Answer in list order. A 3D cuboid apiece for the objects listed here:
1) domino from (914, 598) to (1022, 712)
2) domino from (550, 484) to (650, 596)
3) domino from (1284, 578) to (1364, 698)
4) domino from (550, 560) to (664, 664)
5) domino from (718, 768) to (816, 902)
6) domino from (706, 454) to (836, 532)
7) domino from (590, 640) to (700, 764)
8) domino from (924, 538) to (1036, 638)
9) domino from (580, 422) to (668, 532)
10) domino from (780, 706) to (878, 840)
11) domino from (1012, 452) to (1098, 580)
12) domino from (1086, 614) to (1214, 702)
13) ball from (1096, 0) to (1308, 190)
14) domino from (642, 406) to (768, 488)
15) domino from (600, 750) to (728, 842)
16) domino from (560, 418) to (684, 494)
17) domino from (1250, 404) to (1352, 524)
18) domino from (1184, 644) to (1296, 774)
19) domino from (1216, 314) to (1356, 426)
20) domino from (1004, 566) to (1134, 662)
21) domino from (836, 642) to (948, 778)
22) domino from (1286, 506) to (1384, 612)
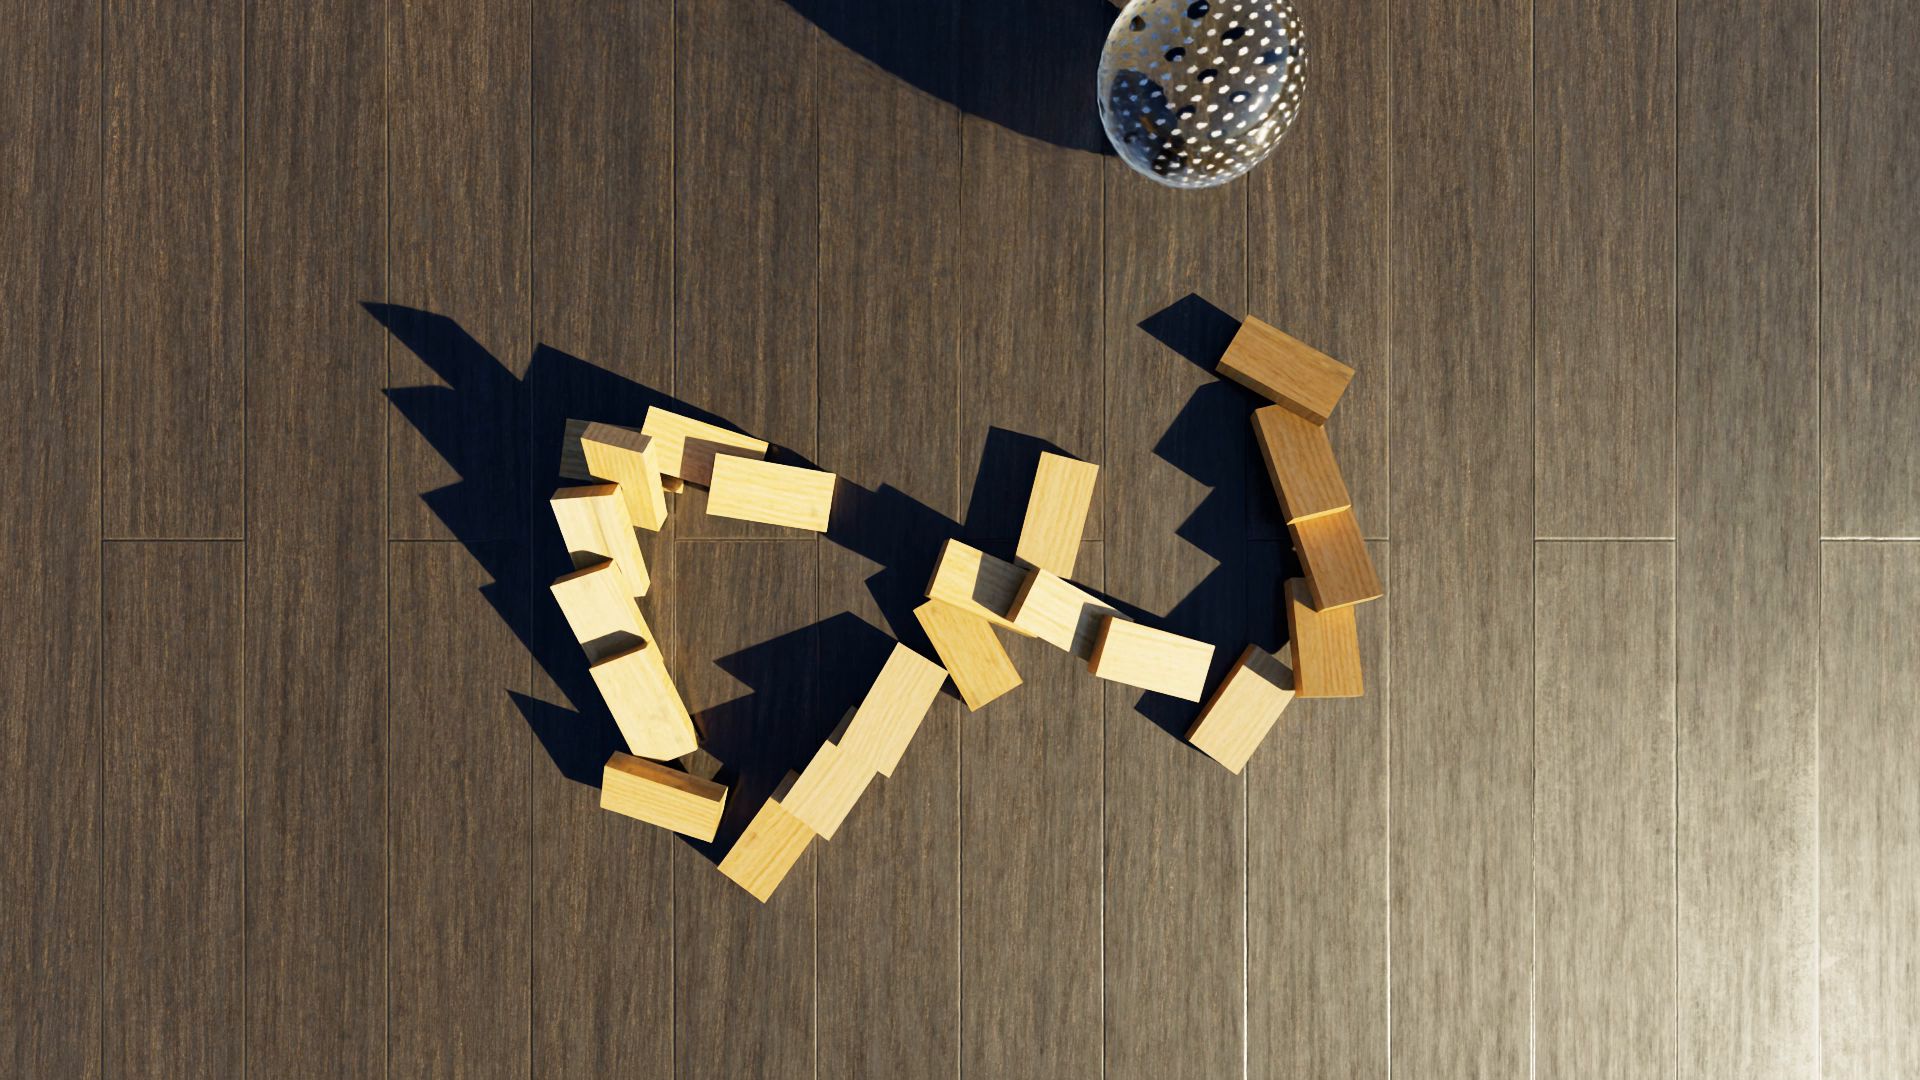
[{"bbox_3d":[0.003,0.045,0.395,0.025,0.010,0.050,-30,90,0],"label":"domino"},{"bbox_3d":[-0.149,0.001,0.382,0.025,0.009,0.050,-5,123,0],"label":"domino"},{"bbox_3d":[0.154,0.041,0.389,0.025,0.010,0.050,-1,76,0],"label":"domino"},{"bbox_3d":[-0.148,0.035,0.386,0.025,0.010,0.050,-18,112,0],"label":"domino"},{"bbox_3d":[-0.079,0.127,0.395,0.025,0.010,0.050,36,90,0],"label":"domino"},{"bbox_3d":[-0.080,-0.020,0.388,0.050,0.009,0.025,9,90,-18],"label":"domino"},{"bbox_3d":[-0.133,0.070,0.388,0.025,0.009,0.050,-20,106,0],"label":"domino"},{"bbox_3d":[0.013,0.021,0.387,0.050,0.010,0.025,23,79,-14],"label":"domino"},{"bbox_3d":[-0.137,-0.025,0.377,0.025,0.050,0.010,14,52,1],"label":"domino"},{"bbox_3d":[-0.051,0.098,0.389,0.025,0.010,0.050,36,76,0],"label":"domino"},{"bbox_3d":[0.041,-0.010,0.395,0.025,0.010,0.050,14,90,0],"label":"domino"},{"bbox_3d":[0.081,0.050,0.388,0.050,0.009,0.025,16,90,-17],"label":"domino"},{"bbox_3d":[0.094,-0.181,0.360,0.080,0.080,0.080,0,90,0],"label":"ball"},{"bbox_3d":[-0.110,-0.036,0.388,0.050,0.009,0.025,17,88,-15],"label":"domino"},{"bbox_3d":[-0.126,0.109,0.390,0.050,0.010,0.025,18,120,0],"label":"domino"},{"bbox_3d":[-0.145,-0.036,0.395,0.050,0.010,0.025,8,90,0],"label":"domino"},{"bbox_3d":[0.144,-0.034,0.389,0.025,0.009,0.050,-14,76,0],"label":"domino"},{"bbox_3d":[0.122,0.073,0.395,0.025,0.009,0.050,35,90,0],"label":"domino"},{"bbox_3d":[0.138,-0.072,0.389,0.050,0.010,0.025,31,80,10],"label":"domino"},{"bbox_3d":[0.046,0.033,0.386,0.050,0.010,0.025,28,86,-21],"label":"domino"},{"bbox_3d":[-0.028,0.072,0.388,0.025,0.009,0.050,31,74,-1],"label":"domino"},{"bbox_3d":[0.157,0.003,0.389,0.025,0.010,0.050,-14,74,0],"label":"domino"}]
